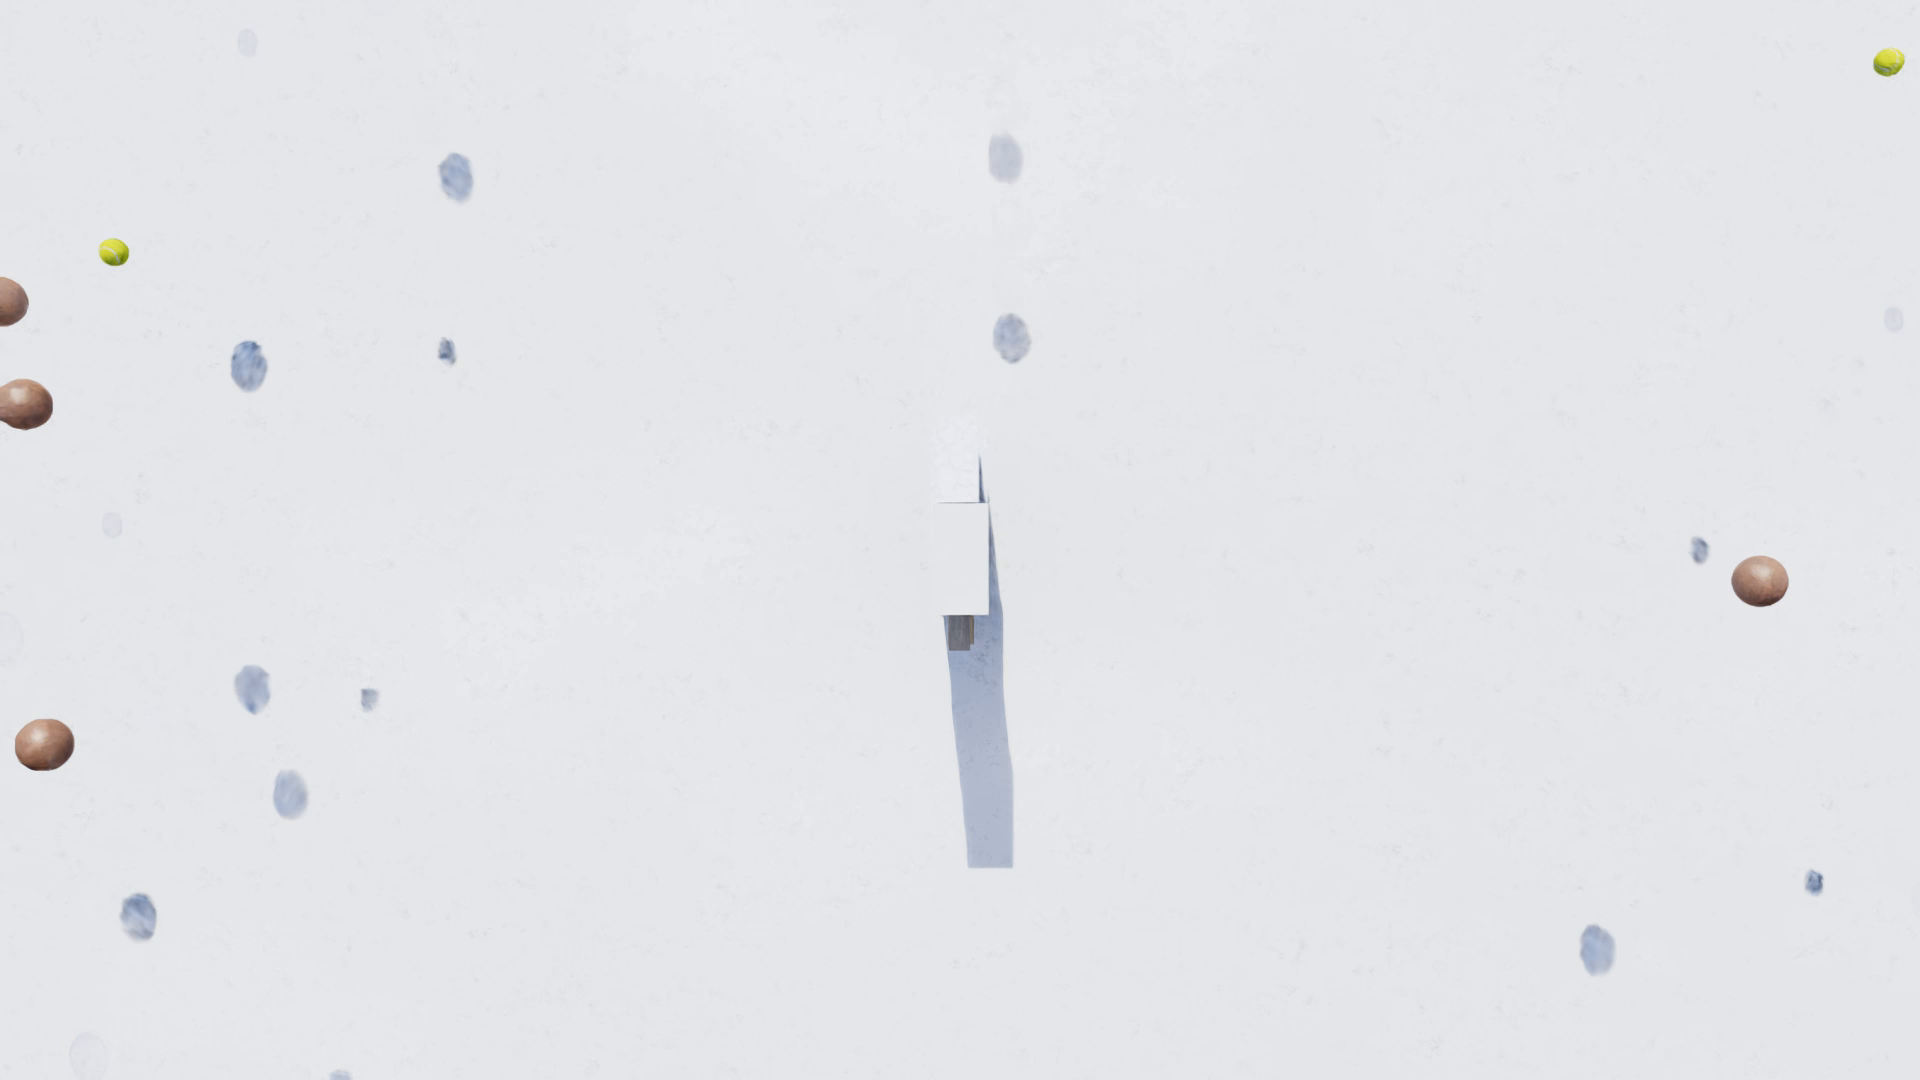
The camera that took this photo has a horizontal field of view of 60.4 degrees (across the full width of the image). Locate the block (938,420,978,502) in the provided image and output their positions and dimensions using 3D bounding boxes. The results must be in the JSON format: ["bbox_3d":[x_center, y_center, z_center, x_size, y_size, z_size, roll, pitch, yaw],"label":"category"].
[{"bbox_3d":[-0.006,-0.219,4.605,0.115,0.033,0.230,0,90,1],"label":"block"}]

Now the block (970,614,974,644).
[{"bbox_3d":[0.003,0.246,5.168,0.081,0.023,0.162,0,90,0],"label":"block"}]

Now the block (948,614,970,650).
[{"bbox_3d":[-0.001,0.272,5.018,0.065,0.018,0.130,0,90,0],"label":"block"}]

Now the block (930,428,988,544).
[{"bbox_3d":[-0.004,-0.158,4.876,0.169,0.048,0.338,0,90,1],"label":"block"}]

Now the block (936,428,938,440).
[{"bbox_3d":[-0.006,-0.297,4.736,0.115,0.230,0.033,0,90,1],"label":"block"}]

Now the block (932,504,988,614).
[{"bbox_3d":[0.001,0.053,4.527,0.152,0.043,0.303,0,90,0],"label":"block"}]
